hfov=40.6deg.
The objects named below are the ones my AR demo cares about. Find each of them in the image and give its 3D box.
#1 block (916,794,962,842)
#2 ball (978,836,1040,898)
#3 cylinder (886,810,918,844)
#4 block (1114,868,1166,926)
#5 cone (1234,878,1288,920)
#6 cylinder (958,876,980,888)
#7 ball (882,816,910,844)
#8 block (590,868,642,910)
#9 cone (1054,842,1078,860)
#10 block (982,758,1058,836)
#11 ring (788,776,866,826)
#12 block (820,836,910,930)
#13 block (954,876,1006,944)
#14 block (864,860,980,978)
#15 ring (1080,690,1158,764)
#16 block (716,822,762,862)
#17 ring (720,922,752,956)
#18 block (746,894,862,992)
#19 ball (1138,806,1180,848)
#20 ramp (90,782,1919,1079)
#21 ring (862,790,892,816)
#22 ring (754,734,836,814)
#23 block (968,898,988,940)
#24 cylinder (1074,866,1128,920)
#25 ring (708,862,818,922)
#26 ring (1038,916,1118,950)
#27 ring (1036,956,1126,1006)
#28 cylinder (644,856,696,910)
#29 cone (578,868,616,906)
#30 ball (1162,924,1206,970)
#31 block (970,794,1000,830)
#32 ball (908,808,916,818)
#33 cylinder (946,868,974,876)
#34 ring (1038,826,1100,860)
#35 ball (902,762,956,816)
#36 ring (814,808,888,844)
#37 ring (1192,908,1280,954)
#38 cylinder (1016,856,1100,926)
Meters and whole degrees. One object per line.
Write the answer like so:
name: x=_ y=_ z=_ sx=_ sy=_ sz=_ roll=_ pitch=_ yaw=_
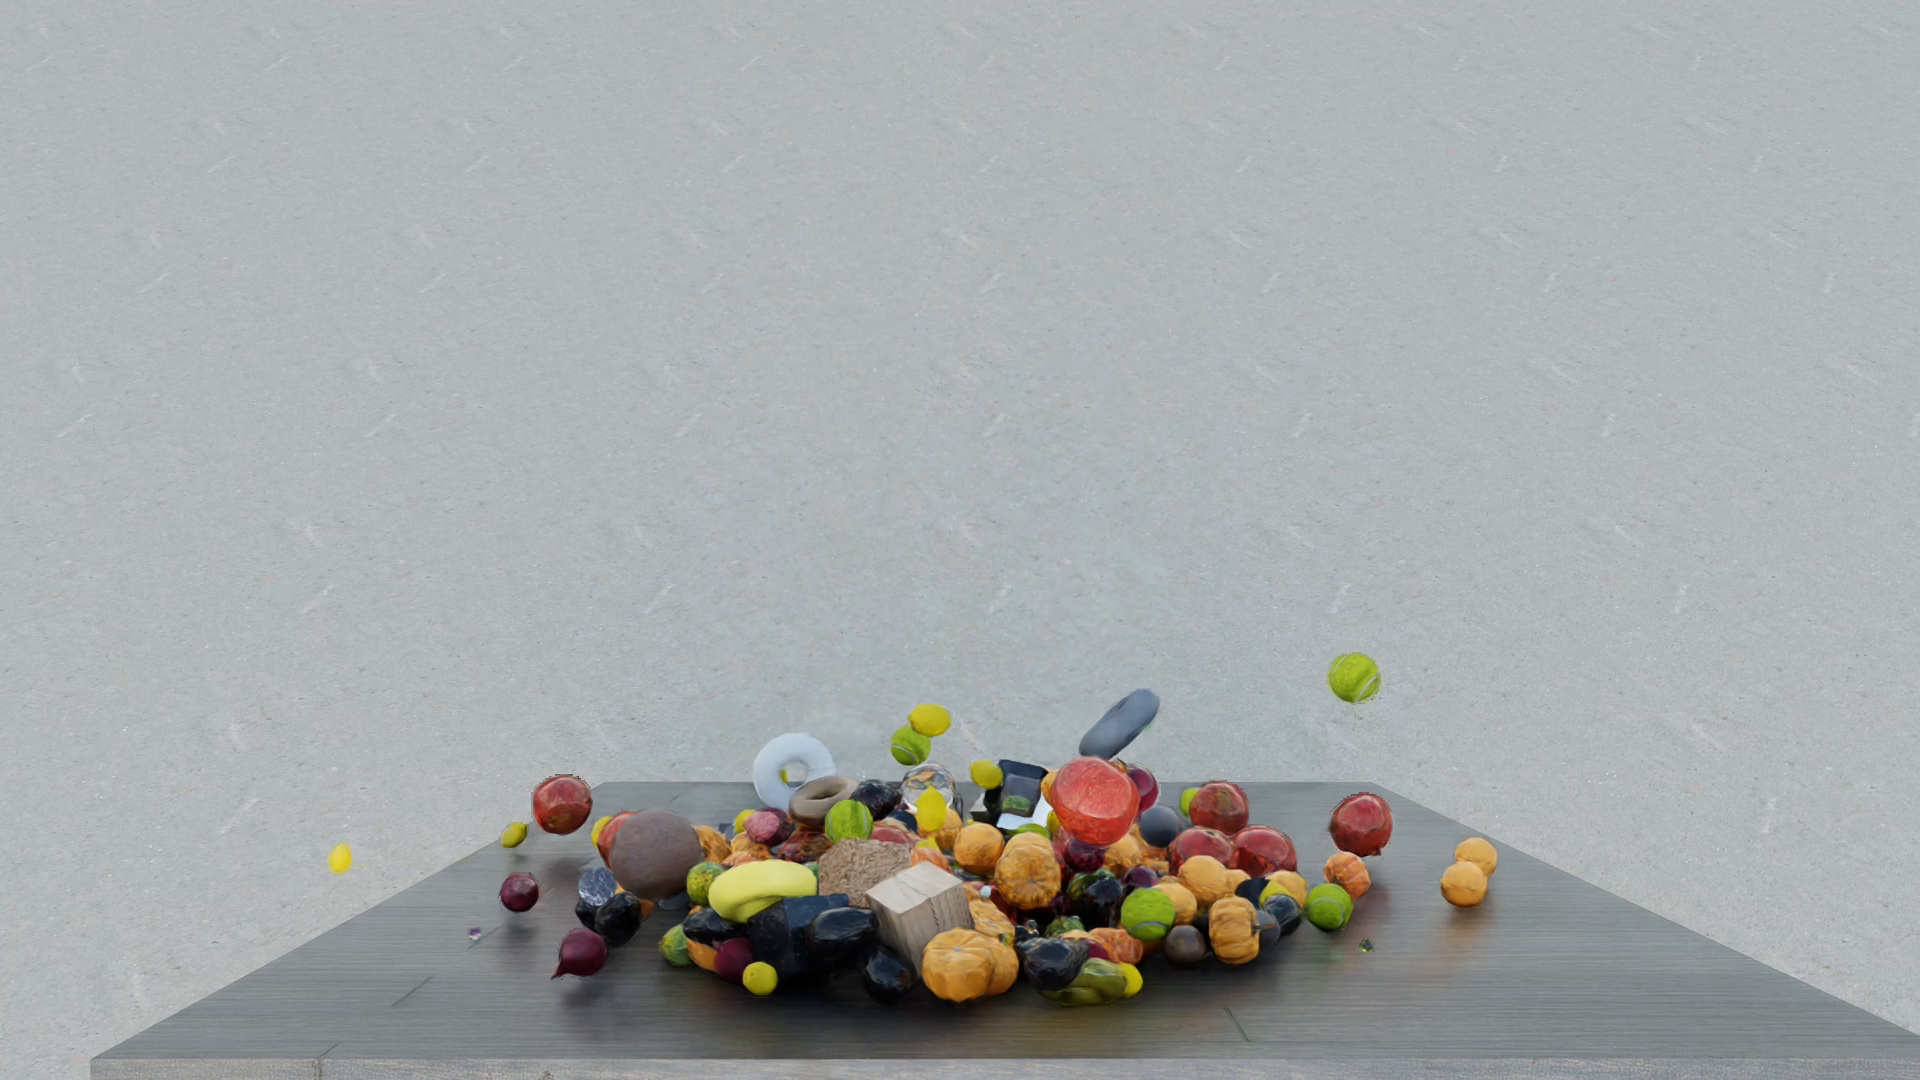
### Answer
block: x=-0.041 y=0.556 z=5.193 sx=0.089 sy=0.089 sz=0.089 roll=0 pitch=-1 yaw=-3
ball: x=0.072 y=0.482 z=3.829 sx=0.090 sy=0.090 sz=0.090 roll=0 pitch=33 yaw=0
cylinder: x=-0.118 y=0.548 z=4.853 sx=0.066 sy=0.066 sz=0.066 roll=7 pitch=56 yaw=-11
block: x=0.256 y=0.535 z=3.895 sx=0.077 sy=0.077 sz=0.077 roll=2 pitch=-2 yaw=-29
cone: x=0.438 y=0.555 z=3.832 sx=0.081 sy=0.081 sz=0.081 roll=8 pitch=27 yaw=12
cylinder: x=-0.005 y=0.532 z=3.803 sx=0.069 sy=0.069 sz=0.069 roll=-2 pitch=77 yaw=-3
ball: x=-0.135 y=0.545 z=4.687 sx=0.091 sy=0.091 sz=0.091 roll=0 pitch=33 yaw=0
block: x=-0.541 y=0.550 z=4.083 sx=0.058 sy=0.058 sz=0.058 roll=1 pitch=-2 yaw=-42
cone: x=0.200 y=0.565 z=4.349 sx=0.083 sy=0.083 sz=0.083 roll=29 pitch=42 yaw=21
block: x=0.111 y=0.470 z=4.736 sx=0.092 sy=0.092 sz=0.092 roll=9 pitch=59 yaw=27
ring: x=-0.210 y=0.413 z=4.106 sx=0.125 sy=0.042 sz=0.125 roll=-12 pitch=20 yaw=4
block: x=-0.125 y=0.452 z=3.404 sx=0.092 sy=0.092 sz=0.092 roll=10 pitch=63 yaw=-22
block: x=0.009 y=0.515 z=3.621 sx=0.067 sy=0.067 sz=0.067 roll=19 pitch=80 yaw=38
block: x=-0.046 y=0.463 z=3.176 sx=0.090 sy=0.090 sz=0.090 roll=-25 pitch=22 yaw=-24
ring: x=0.232 y=0.273 z=3.792 sx=0.047 sy=0.141 sz=0.141 roll=48 pitch=44 yaw=0
block: x=-0.402 y=0.553 z=4.729 sx=0.064 sy=0.064 sz=0.064 roll=1 pitch=77 yaw=12
ring: x=-0.278 y=0.550 z=3.577 sx=0.107 sy=0.036 sz=0.107 roll=-1 pitch=2 yaw=0
block: x=-0.194 y=0.500 z=3.221 sx=0.093 sy=0.093 sz=0.093 roll=2 pitch=66 yaw=-36
ball: x=0.335 y=0.481 z=4.357 sx=0.070 sy=0.070 sz=0.070 roll=0 pitch=33 yaw=0
ramp: x=0.073 y=0.642 z=4.759 sx=2.000 sy=0.100 sz=4.000 roll=0 pitch=-1 yaw=0
ring: x=-0.180 y=0.541 z=5.055 sx=0.135 sy=0.135 sz=0.045 roll=18 pitch=49 yaw=25
ring: x=-0.267 y=0.378 z=4.184 sx=0.134 sy=0.134 sz=0.045 roll=-4 pitch=5 yaw=-6
block: x=0.003 y=0.544 z=3.720 sx=0.055 sy=0.055 sz=0.055 roll=-1 pitch=-1 yaw=31
cylinder: x=0.208 y=0.520 z=3.806 sx=0.063 sy=0.063 sz=0.063 roll=-17 pitch=12 yaw=4
ring: x=-0.246 y=0.440 z=3.244 sx=0.137 sy=0.137 sz=0.046 roll=-5 pitch=63 yaw=-8
ring: x=0.166 y=0.551 z=3.645 sx=0.112 sy=0.037 sz=0.112 roll=-1 pitch=-1 yaw=0
ring: x=0.144 y=0.525 z=3.085 sx=0.109 sy=0.109 sz=0.036 roll=1 pitch=62 yaw=2
cylinder: x=-0.425 y=0.503 z=3.807 sx=0.057 sy=0.057 sz=0.057 roll=-18 pitch=56 yaw=-26
cone: x=-0.510 y=0.491 z=3.680 sx=0.054 sy=0.054 sz=0.054 roll=1 pitch=-5 yaw=2
ball: x=0.296 y=0.536 z=3.420 sx=0.058 sy=0.058 sz=0.058 roll=0 pitch=33 yaw=0
block: x=0.063 y=0.555 z=5.297 sx=0.052 sy=0.052 sz=0.052 roll=-12 pitch=31 yaw=49
ball: x=-0.076 y=0.570 z=5.354 sx=0.067 sy=0.067 sz=0.067 roll=0 pitch=33 yaw=0
cylinder: x=-0.001 y=0.540 z=4.004 sx=0.062 sy=0.062 sz=0.062 roll=-1 pitch=76 yaw=4
ring: x=0.197 y=0.551 z=4.706 sx=0.120 sy=0.120 sz=0.040 roll=-13 pitch=73 yaw=-19
ball: x=-0.049 y=0.386 z=4.022 sx=0.085 sy=0.085 sz=0.085 roll=0 pitch=33 yaw=0
ring: x=-0.194 y=0.509 z=4.608 sx=0.136 sy=0.045 sz=0.136 roll=9 pitch=12 yaw=-2
ring: x=0.374 y=0.531 z=3.526 sx=0.122 sy=0.122 sz=0.041 roll=0 pitch=66 yaw=0
cylinder: x=0.153 y=0.526 z=3.880 sx=0.098 sy=0.098 sz=0.098 roll=1 pitch=25 yaw=-42
